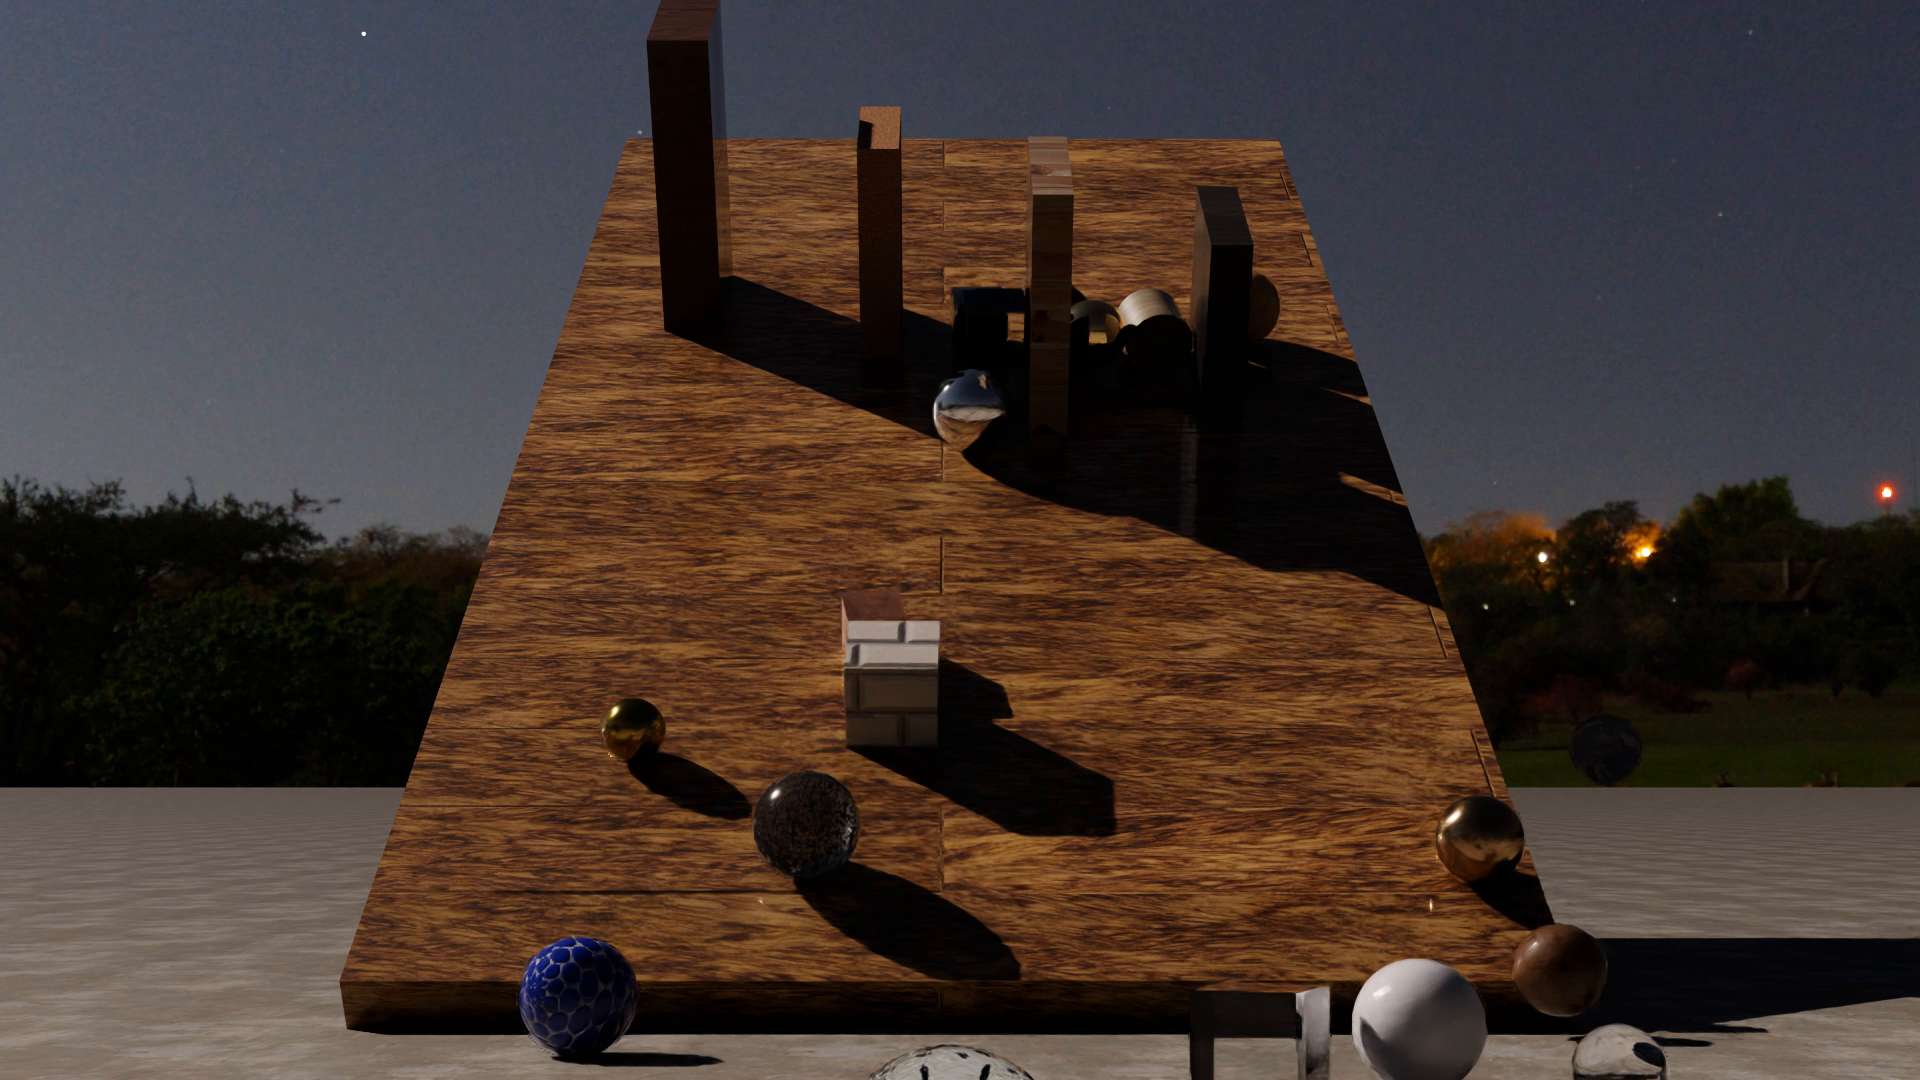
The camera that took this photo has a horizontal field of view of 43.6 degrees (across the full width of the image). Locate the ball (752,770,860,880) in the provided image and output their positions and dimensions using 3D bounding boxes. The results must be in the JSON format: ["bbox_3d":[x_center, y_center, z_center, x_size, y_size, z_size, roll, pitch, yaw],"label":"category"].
[{"bbox_3d":[-0.263,0.487,4.107,0.185,0.185,0.185,0,-6,0],"label":"ball"}]

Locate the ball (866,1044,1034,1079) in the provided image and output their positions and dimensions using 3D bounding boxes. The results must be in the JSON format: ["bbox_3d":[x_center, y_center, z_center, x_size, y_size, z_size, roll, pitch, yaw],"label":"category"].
[{"bbox_3d":[-0.008,0.501,1.918,0.193,0.193,0.193,0,-6,0],"label":"ball"}]

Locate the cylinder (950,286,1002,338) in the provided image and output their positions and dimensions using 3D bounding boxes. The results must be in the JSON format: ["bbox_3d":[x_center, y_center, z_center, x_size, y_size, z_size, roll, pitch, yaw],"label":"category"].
[{"bbox_3d":[0.043,-0.578,6.078,0.127,0.127,0.127,-2,-6,-4],"label":"cylinder"}]

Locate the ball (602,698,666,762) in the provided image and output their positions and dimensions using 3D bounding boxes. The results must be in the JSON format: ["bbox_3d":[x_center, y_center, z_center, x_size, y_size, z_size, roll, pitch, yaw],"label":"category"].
[{"bbox_3d":[-0.601,0.349,4.423,0.116,0.116,0.116,0,-6,0],"label":"ball"}]

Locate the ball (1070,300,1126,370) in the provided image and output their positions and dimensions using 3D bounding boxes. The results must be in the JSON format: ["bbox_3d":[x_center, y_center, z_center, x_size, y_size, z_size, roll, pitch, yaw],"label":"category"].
[{"bbox_3d":[0.320,-0.501,5.862,0.173,0.173,0.173,0,-6,0],"label":"ball"}]

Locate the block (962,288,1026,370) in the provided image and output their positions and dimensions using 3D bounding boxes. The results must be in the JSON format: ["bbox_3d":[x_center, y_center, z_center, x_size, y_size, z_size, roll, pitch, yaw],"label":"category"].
[{"bbox_3d":[0.087,-0.522,5.954,0.151,0.151,0.151,-2,29,-5],"label":"block"}]

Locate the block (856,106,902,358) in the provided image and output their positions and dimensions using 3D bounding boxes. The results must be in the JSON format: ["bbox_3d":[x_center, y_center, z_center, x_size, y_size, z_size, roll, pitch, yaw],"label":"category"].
[{"bbox_3d":[-0.197,-0.768,5.987,0.100,0.545,0.306,0,29,0],"label":"block"}]

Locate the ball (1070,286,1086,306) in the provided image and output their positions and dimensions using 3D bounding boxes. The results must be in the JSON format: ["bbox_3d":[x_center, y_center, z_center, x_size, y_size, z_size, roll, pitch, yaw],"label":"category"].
[{"bbox_3d":[0.242,-0.558,6.001,0.169,0.169,0.169,0,-6,0],"label":"ball"}]

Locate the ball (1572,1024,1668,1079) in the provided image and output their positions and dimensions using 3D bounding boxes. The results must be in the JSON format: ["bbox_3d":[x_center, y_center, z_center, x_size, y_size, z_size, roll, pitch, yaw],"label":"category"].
[{"bbox_3d":[0.796,0.641,2.901,0.113,0.113,0.113,0,-6,0],"label":"ball"}]

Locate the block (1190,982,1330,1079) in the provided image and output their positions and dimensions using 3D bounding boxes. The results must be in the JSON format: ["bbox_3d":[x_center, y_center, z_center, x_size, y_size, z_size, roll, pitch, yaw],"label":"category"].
[{"bbox_3d":[0.386,0.645,3.085,0.140,0.140,0.140,-3,-6,25],"label":"block"}]

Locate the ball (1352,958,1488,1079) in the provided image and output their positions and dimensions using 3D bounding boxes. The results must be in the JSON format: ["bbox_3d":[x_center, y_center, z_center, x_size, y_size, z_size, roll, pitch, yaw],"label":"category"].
[{"bbox_3d":[0.599,0.633,3.135,0.174,0.174,0.174,0,-6,0],"label":"ball"}]

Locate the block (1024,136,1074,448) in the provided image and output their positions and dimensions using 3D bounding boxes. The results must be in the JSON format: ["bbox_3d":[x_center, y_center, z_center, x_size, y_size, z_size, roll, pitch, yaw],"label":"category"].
[{"bbox_3d":[0.202,-0.573,5.560,0.089,0.623,0.372,0,29,0],"label":"block"}]

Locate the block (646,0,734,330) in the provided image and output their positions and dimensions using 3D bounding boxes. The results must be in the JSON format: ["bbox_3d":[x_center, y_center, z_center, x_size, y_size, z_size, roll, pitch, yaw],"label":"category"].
[{"bbox_3d":[-0.680,-0.953,6.098,0.146,0.759,0.364,0,29,0],"label":"block"}]

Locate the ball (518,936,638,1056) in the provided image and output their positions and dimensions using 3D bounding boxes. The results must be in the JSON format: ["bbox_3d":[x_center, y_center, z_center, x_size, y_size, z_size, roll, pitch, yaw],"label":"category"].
[{"bbox_3d":[-0.563,0.674,3.552,0.175,0.175,0.175,0,-6,0],"label":"ball"}]

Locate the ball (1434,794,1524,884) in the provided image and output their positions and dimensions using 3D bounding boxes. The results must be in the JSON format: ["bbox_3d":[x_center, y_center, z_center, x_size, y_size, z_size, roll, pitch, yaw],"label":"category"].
[{"bbox_3d":[0.888,0.511,4.106,0.150,0.150,0.150,0,-6,0],"label":"ball"}]

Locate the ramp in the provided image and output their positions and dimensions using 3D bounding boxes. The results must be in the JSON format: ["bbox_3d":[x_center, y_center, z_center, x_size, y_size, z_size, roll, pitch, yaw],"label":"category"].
[{"bbox_3d":[-0.012,-0.216,5.662,2.000,0.100,4.000,0,29,0],"label":"ramp"}]

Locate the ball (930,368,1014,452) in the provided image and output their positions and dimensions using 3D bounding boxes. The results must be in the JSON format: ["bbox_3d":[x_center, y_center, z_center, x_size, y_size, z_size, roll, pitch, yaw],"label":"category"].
[{"bbox_3d":[0.029,-0.298,5.510,0.190,0.190,0.190,0,-6,0],"label":"ball"}]

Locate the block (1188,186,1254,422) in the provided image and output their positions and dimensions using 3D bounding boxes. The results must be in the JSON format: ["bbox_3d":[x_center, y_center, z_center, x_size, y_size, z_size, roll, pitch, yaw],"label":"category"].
[{"bbox_3d":[0.618,-0.566,5.731,0.096,0.447,0.372,0,29,0],"label":"block"}]

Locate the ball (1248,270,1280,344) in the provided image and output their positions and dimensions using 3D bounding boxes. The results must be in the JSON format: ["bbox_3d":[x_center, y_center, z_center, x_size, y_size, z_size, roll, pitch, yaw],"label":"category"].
[{"bbox_3d":[0.709,-0.584,6.030,0.189,0.189,0.189,0,-6,0],"label":"ball"}]

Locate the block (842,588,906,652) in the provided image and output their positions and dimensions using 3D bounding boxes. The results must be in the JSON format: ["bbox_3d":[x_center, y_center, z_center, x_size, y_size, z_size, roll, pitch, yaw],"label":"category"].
[{"bbox_3d":[-0.170,0.177,4.737,0.113,0.113,0.113,-5,29,-8],"label":"block"}]

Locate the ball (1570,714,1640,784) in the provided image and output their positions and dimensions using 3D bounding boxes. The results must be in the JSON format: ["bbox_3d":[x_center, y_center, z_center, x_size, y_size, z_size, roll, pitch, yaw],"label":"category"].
[{"bbox_3d":[1.450,0.470,5.403,0.154,0.154,0.154,0,-6,0],"label":"ball"}]

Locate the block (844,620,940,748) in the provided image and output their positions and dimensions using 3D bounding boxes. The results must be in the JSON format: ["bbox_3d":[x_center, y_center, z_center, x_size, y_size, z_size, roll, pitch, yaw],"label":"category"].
[{"bbox_3d":[-0.126,0.269,4.510,0.172,0.172,0.172,0,29,0],"label":"block"}]

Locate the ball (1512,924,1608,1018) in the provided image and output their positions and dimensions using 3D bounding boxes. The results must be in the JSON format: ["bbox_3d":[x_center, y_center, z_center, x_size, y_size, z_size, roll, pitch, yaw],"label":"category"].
[{"bbox_3d":[0.950,0.681,3.805,0.147,0.147,0.147,0,-6,0],"label":"ball"}]

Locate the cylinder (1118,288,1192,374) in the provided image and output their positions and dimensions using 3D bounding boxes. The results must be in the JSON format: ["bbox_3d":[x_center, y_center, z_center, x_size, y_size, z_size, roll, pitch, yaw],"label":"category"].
[{"bbox_3d":[0.478,-0.515,5.932,0.162,0.162,0.162,1,29,-9],"label":"cylinder"}]
